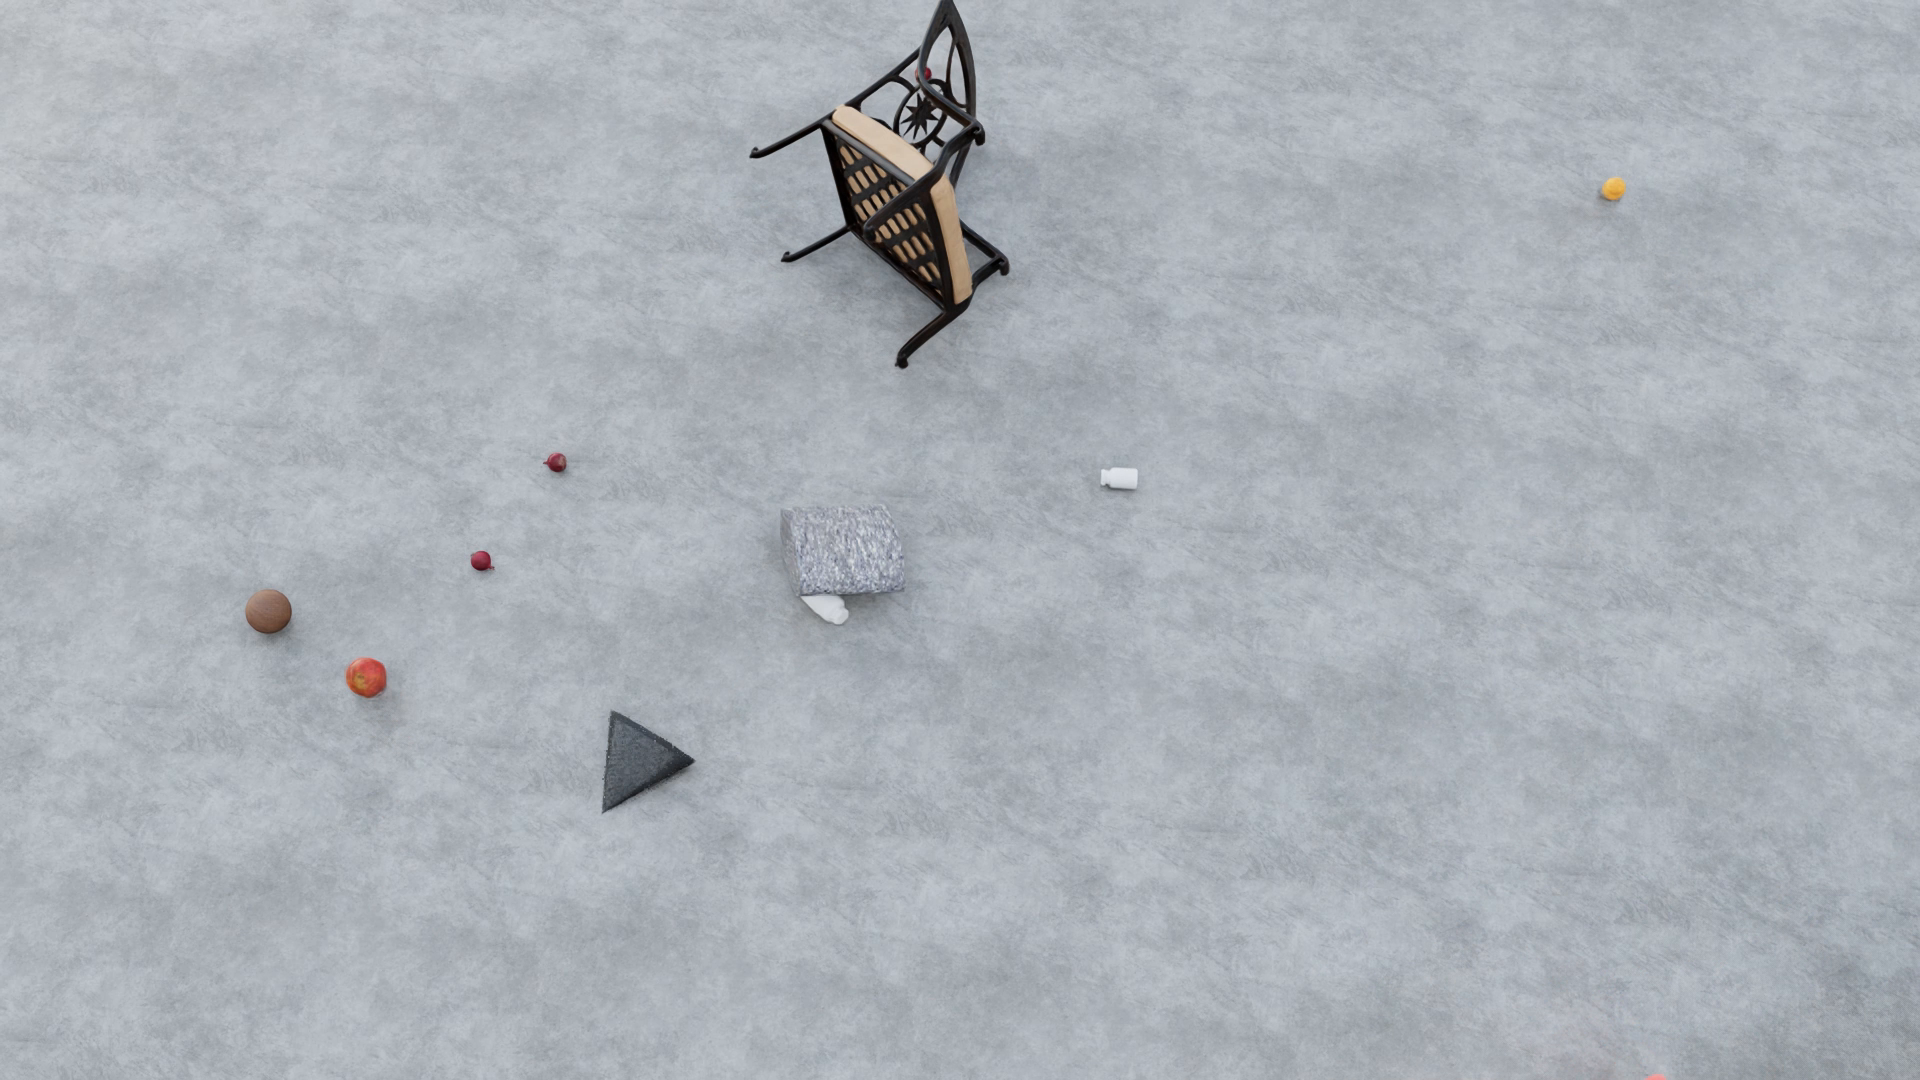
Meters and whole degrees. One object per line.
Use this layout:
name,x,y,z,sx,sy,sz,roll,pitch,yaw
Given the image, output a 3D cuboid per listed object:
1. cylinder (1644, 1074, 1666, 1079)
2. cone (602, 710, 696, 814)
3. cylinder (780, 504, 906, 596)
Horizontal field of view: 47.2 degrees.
cylinder,1.689,1.442,5.532,0.216,0.123,0.127,-19,53,-12
cone,-0.922,0.651,6.102,0.286,0.115,0.258,29,74,12
cylinder,-0.345,0.027,6.432,0.314,0.133,0.319,-2,50,-18
